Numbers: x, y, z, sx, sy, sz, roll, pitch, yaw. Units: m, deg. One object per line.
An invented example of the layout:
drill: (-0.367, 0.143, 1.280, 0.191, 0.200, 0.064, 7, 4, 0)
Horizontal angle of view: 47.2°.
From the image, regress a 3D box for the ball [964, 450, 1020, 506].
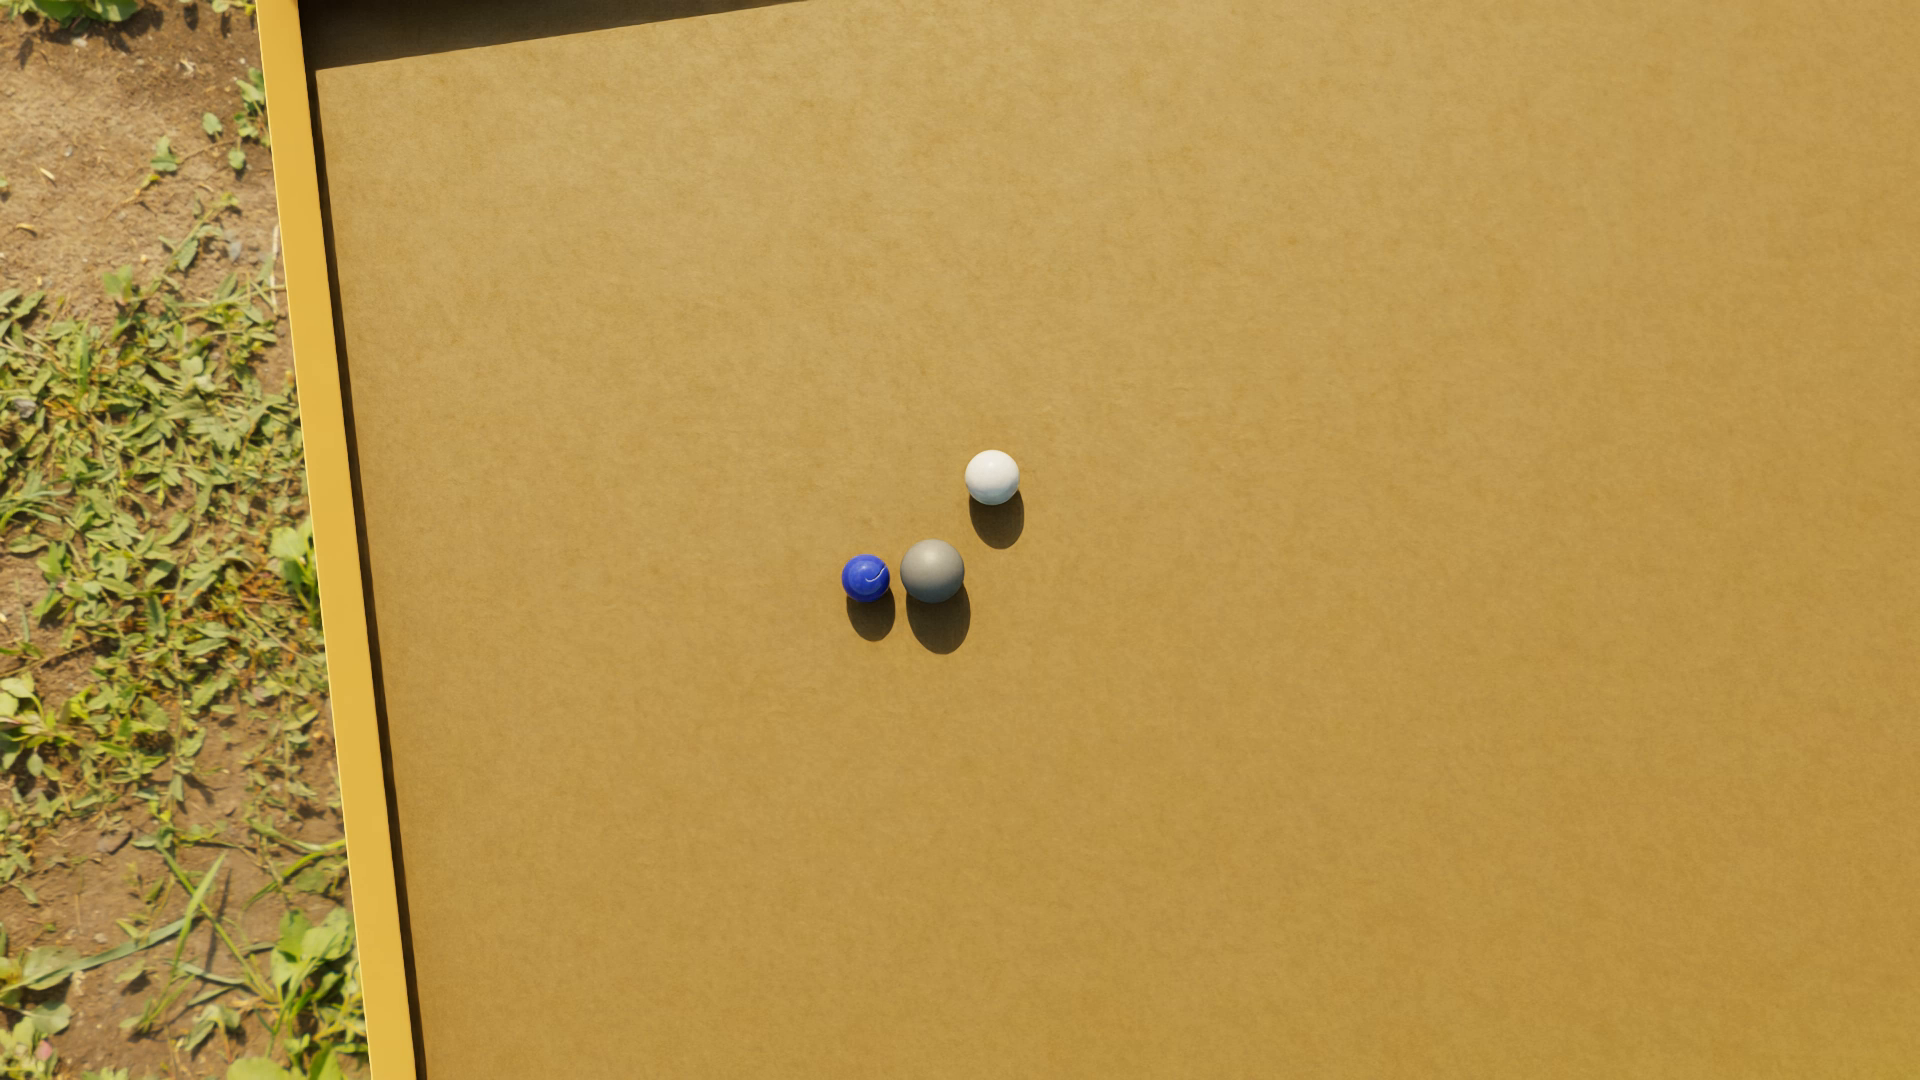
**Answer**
ball: (0.048, -0.093, 3.275, 0.083, 0.083, 0.083, 0, 82, 0)

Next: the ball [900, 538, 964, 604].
ball: (-0.041, 0.046, 3.248, 0.096, 0.096, 0.096, 0, 82, 0)

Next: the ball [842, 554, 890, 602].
ball: (-0.140, 0.057, 3.258, 0.073, 0.073, 0.073, 0, 82, 0)

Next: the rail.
rail: (-0.892, 0.128, 3.220, 0.045, 0.125, 2.035, -8, 82, -1)
